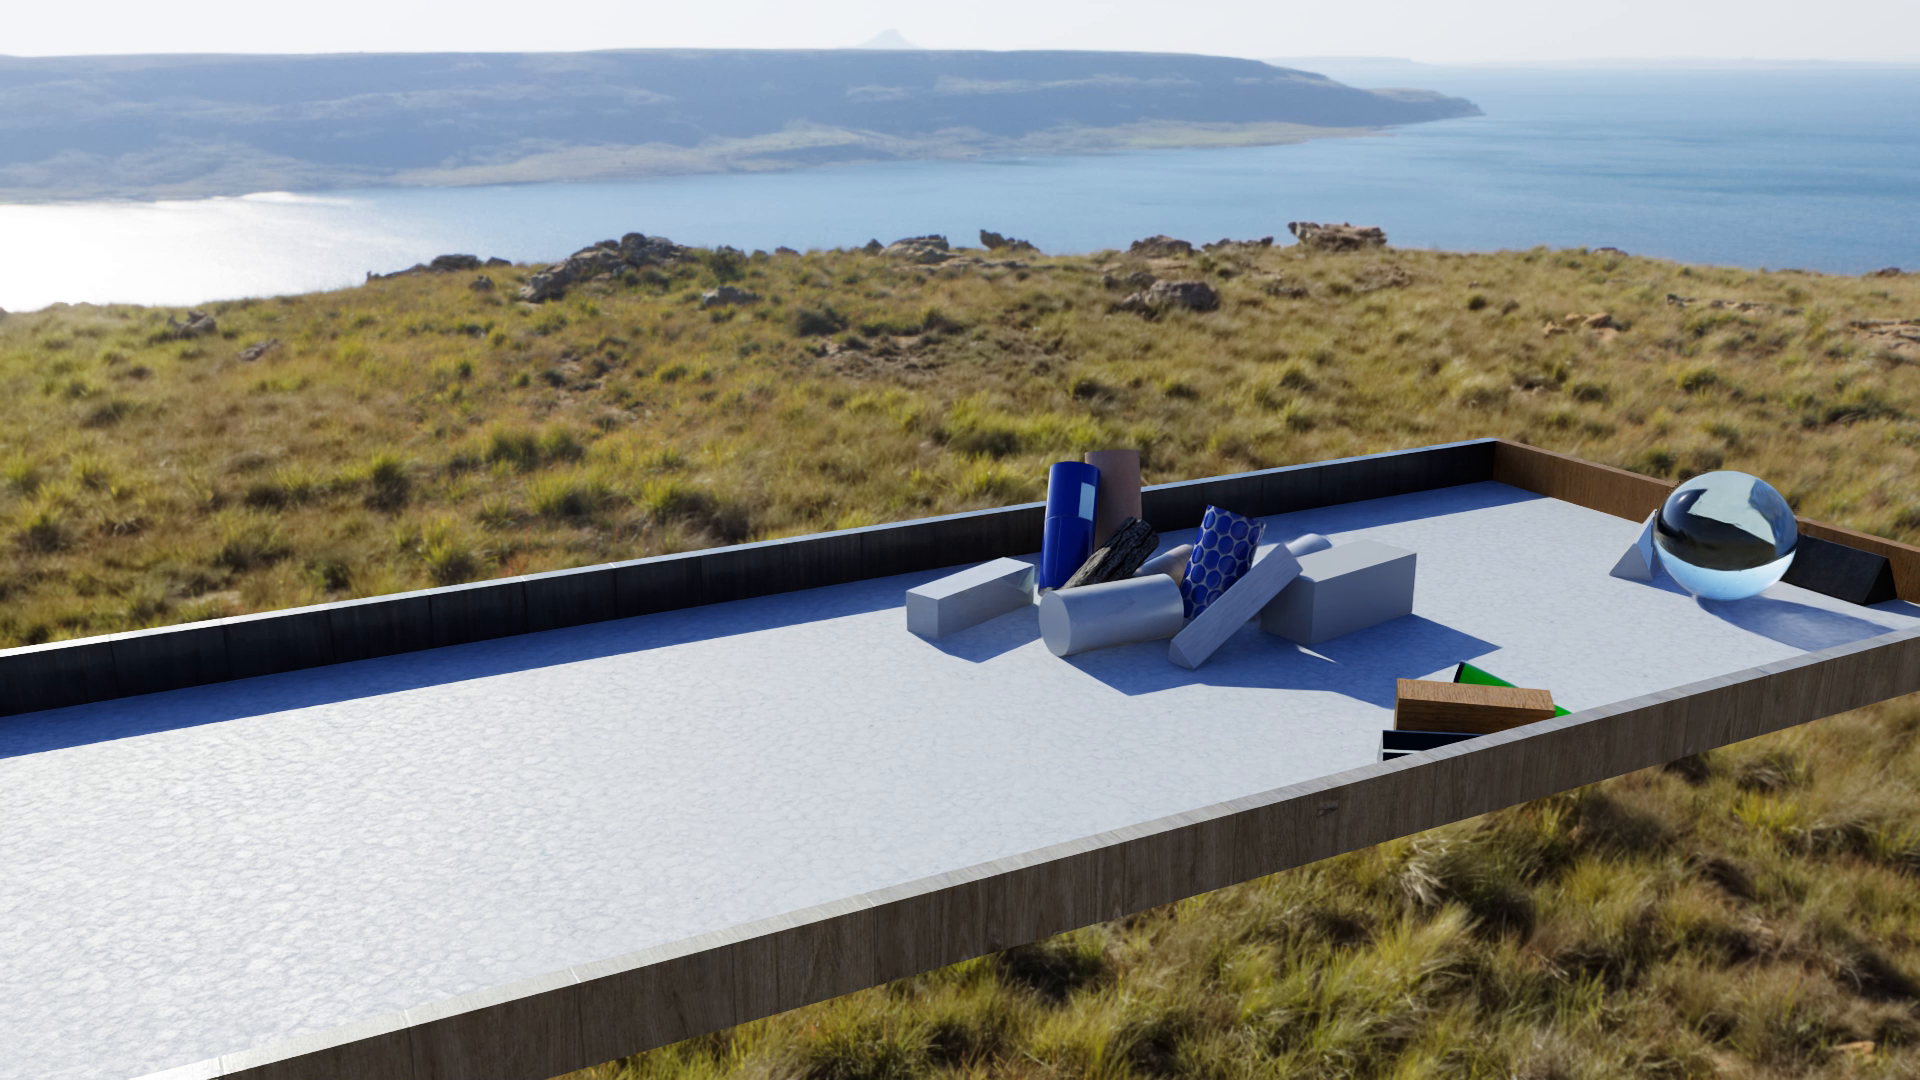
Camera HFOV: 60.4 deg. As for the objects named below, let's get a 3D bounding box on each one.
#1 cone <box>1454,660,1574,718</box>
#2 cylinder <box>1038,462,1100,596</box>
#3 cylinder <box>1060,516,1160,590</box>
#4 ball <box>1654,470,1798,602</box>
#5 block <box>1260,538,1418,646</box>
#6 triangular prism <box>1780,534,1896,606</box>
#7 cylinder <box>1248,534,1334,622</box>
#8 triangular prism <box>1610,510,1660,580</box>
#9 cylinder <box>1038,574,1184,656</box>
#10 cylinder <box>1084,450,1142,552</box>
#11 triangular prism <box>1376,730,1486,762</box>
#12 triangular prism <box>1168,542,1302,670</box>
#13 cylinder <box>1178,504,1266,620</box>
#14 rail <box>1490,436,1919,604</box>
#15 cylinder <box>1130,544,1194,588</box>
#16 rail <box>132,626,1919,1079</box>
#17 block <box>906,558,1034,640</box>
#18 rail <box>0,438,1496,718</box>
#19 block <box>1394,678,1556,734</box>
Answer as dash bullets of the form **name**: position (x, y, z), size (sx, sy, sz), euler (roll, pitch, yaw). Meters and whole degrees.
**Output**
- **cone**: position (1.356, 0.398, 3.896), size (0.376, 0.121, 0.121), euler (17, 22, 22)
- **cylinder**: position (0.314, -0.022, 4.731), size (0.149, 0.379, 0.149), euler (6, -19, 2)
- **cylinder**: position (0.403, 0.089, 4.569), size (0.118, 0.118, 0.347), euler (17, 52, 44)
- **ball**: position (2.191, -0.011, 4.727), size (0.375, 0.375, 0.375), euler (0, 16, 0)
- **block**: position (1.050, 0.139, 4.565), size (0.437, 0.178, 0.178), euler (-13, 21, -37)
- **triangular prism**: position (2.546, 0.060, 4.903), size (0.153, 0.132, 0.425), euler (-8, 18, -27)
- **cylinder**: position (0.920, 0.105, 4.738), size (0.147, 0.147, 0.450), euler (12, 20, 35)
- **triangular prism**: position (2.126, 0.007, 5.127), size (0.126, 0.109, 0.442), euler (9, 19, 28)
- **cylinder**: position (0.402, 0.197, 4.379), size (0.345, 0.172, 0.172), euler (-8, 18, -25)
- **cylinder**: position (0.457, -0.073, 4.883), size (0.163, 0.375, 0.163), euler (-2, -2, 0)
- **triangular prism**: position (1.076, 0.465, 3.603), size (0.305, 0.091, 0.105), euler (2, 16, 7)
- **triangular prism**: position (0.714, 0.163, 4.322), size (0.444, 0.082, 0.095), euler (-38, 33, -24)
- **cylinder**: position (0.702, 0.075, 4.482), size (0.165, 0.308, 0.165), euler (18, 4, -1)
- **rail**: position (2.466, -0.048, 5.253), size (0.050, 0.150, 2.100), euler (-9, 18, -27)
- **cylinder**: position (0.571, 0.109, 4.782), size (0.114, 0.114, 0.360), euler (12, 20, 35)
- **rail**: position (-2.336, 1.006, 1.665), size (12.000, 0.150, 0.050), euler (-9, 18, -27)
- **block**: position (0.033, 0.159, 4.611), size (0.114, 0.114, 0.415), euler (14, 21, 39)
- **rail**: position (-3.305, 0.497, 3.399), size (12.000, 0.150, 0.050), euler (-9, 18, -27)
- **block**: position (1.162, 0.408, 3.743), size (0.336, 0.126, 0.126), euler (4, 17, 12)
